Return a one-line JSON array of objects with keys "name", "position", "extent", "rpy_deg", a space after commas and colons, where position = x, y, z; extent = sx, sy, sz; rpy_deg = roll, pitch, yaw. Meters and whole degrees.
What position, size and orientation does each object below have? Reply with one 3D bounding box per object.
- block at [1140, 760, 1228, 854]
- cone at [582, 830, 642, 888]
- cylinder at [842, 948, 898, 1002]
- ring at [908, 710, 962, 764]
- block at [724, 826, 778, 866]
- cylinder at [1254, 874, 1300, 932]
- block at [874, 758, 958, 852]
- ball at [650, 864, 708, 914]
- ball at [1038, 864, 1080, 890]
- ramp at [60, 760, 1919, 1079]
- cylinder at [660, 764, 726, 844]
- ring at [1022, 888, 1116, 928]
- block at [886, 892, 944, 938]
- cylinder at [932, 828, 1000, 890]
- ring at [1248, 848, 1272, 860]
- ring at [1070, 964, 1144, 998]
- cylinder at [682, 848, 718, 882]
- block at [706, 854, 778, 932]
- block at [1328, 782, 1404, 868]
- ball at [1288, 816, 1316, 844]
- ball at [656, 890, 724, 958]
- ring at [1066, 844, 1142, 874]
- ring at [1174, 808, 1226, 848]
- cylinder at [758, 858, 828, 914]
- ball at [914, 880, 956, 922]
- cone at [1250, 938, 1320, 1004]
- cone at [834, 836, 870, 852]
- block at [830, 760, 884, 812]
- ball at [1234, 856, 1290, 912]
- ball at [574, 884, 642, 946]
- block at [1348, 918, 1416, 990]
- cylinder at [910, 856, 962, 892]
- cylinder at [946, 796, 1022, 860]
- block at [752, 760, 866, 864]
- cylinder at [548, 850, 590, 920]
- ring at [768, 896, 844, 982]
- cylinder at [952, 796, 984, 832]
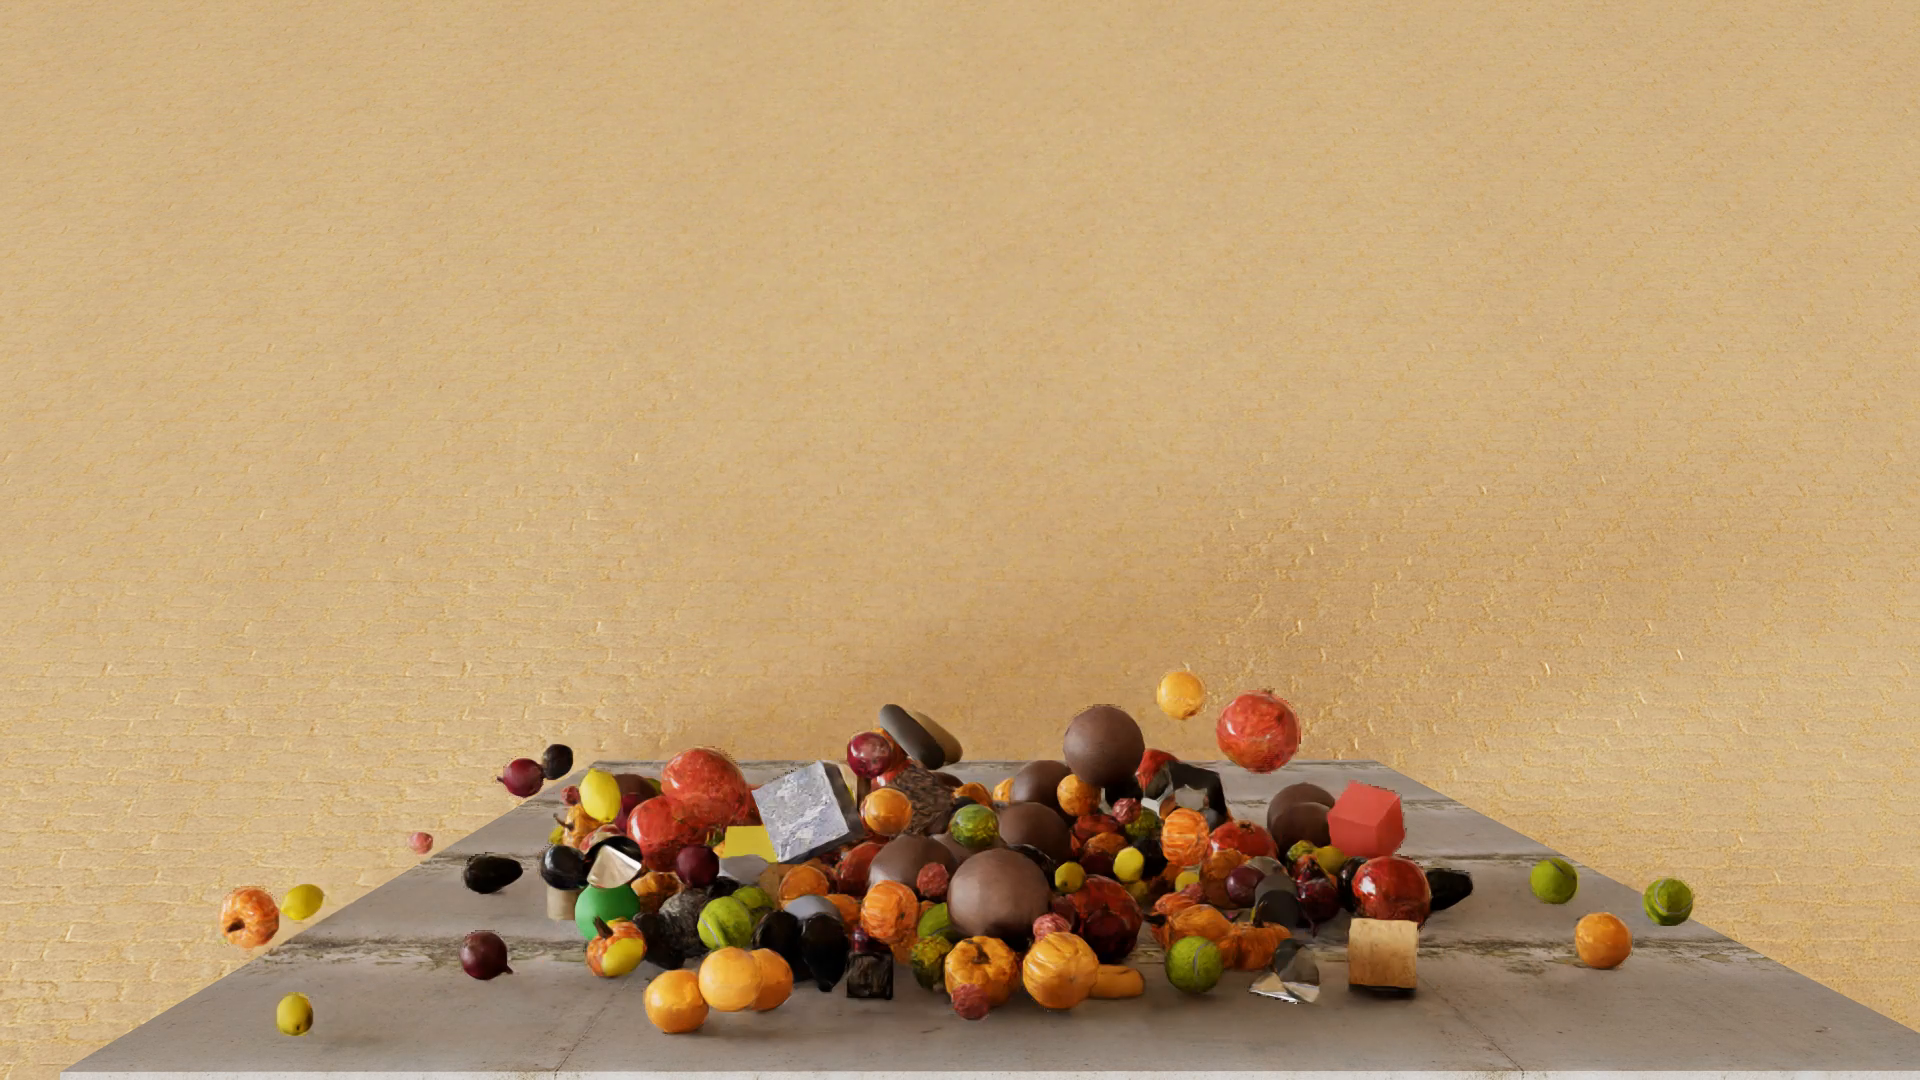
[{"name": "block", "position": [0.363, 0.434, 4.205], "extent": [0.097, 0.097, 0.097], "rpy_deg": [16, 40, -21]}, {"name": "cone", "position": [-0.458, 0.393, 3.330], "extent": [0.080, 0.080, 0.080], "rpy_deg": [-12, 32, -19]}, {"name": "cylinder", "position": [-0.108, 0.523, 3.109], "extent": [0.054, 0.054, 0.054], "rpy_deg": [15, 31, -1]}, {"name": "ring", "position": [-0.053, 0.355, 4.666], "extent": [0.134, 0.134, 0.045], "rpy_deg": [29, 77, 39]}, {"name": "block", "position": [-0.313, 0.494, 3.950], "extent": [0.083, 0.083, 0.083], "rpy_deg": [-3, 38, 4]}, {"name": "cylinder", "position": [0.422, 0.482, 3.441], "extent": [0.059, 0.059, 0.059], "rpy_deg": [2, 12, 4]}, {"name": "block", "position": [-0.071, 0.428, 4.171], "extent": [0.094, 0.094, 0.094], "rpy_deg": [-39, 73, -11]}, {"name": "ball", "position": [-0.403, 0.510, 3.735], "extent": [0.088, 0.088, 0.088], "rpy_deg": [0, 31, 0]}, {"name": "ball", "position": [0.150, 0.524, 3.932], "extent": [0.062, 0.062, 0.062], "rpy_deg": [0, 31, 0]}, {"name": "ramp", "position": [0.068, 0.608, 4.676], "extent": [2.000, 0.100, 4.000], "rpy_deg": [0, 0, 0]}, {"name": "cylinder", "position": [-0.438, 0.434, 4.245], "extent": [0.093, 0.093, 0.093], "rpy_deg": [13, 29, -7]}, {"name": "ring", "position": [0.157, 0.531, 3.740], "extent": [0.140, 0.047, 0.140], "rpy_deg": [-3, -2, 0]}, {"name": "block", "position": [-0.063, 0.518, 3.580], "extent": [0.054, 0.054, 0.054], "rpy_deg": [15, -13, -26]}, {"name": "cylinder", "position": [0.008, 0.486, 3.941], "extent": [0.087, 0.087, 0.087], "rpy_deg": [-7, 31, -11]}, {"name": "ring", "position": [0.485, 0.521, 4.061], "extent": [0.087, 0.029, 0.087], "rpy_deg": [42, 14, -13]}, {"name": "ring", "position": [0.179, 0.536, 3.143], "extent": [0.092, 0.031, 0.092], "rpy_deg": [1, 0, 0]}, {"name": "cylinder", "position": [-0.395, 0.503, 3.940], "extent": [0.060, 0.060, 0.060], "rpy_deg": [-7, -12, -12]}, {"name": "block", "position": [-0.307, 0.501, 3.686], "extent": [0.075, 0.075, 0.075], "rpy_deg": [-2, 24, -37]}, {"name": "block", "position": [0.642, 0.451, 4.092], "extent": [0.085, 0.085, 0.085], "rpy_deg": [13, 40, 34]}, {"name": "ball", "position": [0.629, 0.533, 4.762], "extent": [0.050, 0.050, 0.050], "rpy_deg": [0, 31, 0]}, {"name": "ball", "position": [-0.358, 0.509, 3.430], "extent": [0.088, 0.088, 0.088], "rpy_deg": [0, 31, 0]}, {"name": "ring", "position": [0.242, 0.535, 4.344], "extent": [0.131, 0.044, 0.131], "rpy_deg": [-1, -1, 0]}, {"name": "ring", "position": [0.380, 0.457, 4.107], "extent": [0.087, 0.029, 0.087], "rpy_deg": [-22, 18, 8]}, {"name": "cylinder", "position": [-0.234, 0.477, 3.618], "extent": [0.068, 0.068, 0.068], "rpy_deg": [26, 39, 37]}, {"name": "ball", "position": [-0.037, 0.523, 3.747], "extent": [0.062, 0.062, 0.062], "rpy_deg": [0, 31, 0]}, {"name": "cone", "position": [0.375, 0.529, 3.104], "extent": [0.080, 0.080, 0.080], "rpy_deg": [-31, 9, 39]}, {"name": "cone", "position": [-0.209, 0.510, 4.686], "extent": [0.093, 0.093, 0.093], "rpy_deg": [1, 1, 0]}, {"name": "block", "position": [-0.226, 0.514, 5.416], "extent": [0.095, 0.095, 0.095], "rpy_deg": [0, 0, 35]}, {"name": "ball", "position": [0.439, 0.499, 3.751], "extent": [0.081, 0.081, 0.081], "rpy_deg": [0, 31, 0]}, {"name": "ball", "position": [-0.480, 0.508, 3.532], "extent": [0.091, 0.091, 0.091], "rpy_deg": [0, 31, 0]}, {"name": "block", "position": [0.514, 0.504, 3.147], "extent": [0.079, 0.079, 0.079], "rpy_deg": [2, -11, 9]}, {"name": "cylinder", "position": [-0.034, 0.497, 3.830], "extent": [0.055, 0.055, 0.055], "rpy_deg": [-25, 11, -35]}, {"name": "cylinder", "position": [0.041, 0.500, 4.502], "extent": [0.100, 0.100, 0.100], "rpy_deg": [10, 25, -24]}, {"name": "block", "position": [-0.193, 0.350, 3.311], "extent": [0.098, 0.098, 0.098], "rpy_deg": [-24, -12, 6]}, {"name": "cylinder", "position": [-0.562, 0.508, 3.820], "extent": [0.093, 0.093, 0.093], "rpy_deg": [0, 0, 0]}, {"name": "ring", "position": [-0.194, 0.500, 3.250], "extent": [0.114, 0.038, 0.114], "rpy_deg": [-23, 50, 30]}, {"name": "cylinder", "position": [0.011, 0.455, 4.278], "extent": [0.052, 0.052, 0.052], "rpy_deg": [-3, 72, 8]}]
